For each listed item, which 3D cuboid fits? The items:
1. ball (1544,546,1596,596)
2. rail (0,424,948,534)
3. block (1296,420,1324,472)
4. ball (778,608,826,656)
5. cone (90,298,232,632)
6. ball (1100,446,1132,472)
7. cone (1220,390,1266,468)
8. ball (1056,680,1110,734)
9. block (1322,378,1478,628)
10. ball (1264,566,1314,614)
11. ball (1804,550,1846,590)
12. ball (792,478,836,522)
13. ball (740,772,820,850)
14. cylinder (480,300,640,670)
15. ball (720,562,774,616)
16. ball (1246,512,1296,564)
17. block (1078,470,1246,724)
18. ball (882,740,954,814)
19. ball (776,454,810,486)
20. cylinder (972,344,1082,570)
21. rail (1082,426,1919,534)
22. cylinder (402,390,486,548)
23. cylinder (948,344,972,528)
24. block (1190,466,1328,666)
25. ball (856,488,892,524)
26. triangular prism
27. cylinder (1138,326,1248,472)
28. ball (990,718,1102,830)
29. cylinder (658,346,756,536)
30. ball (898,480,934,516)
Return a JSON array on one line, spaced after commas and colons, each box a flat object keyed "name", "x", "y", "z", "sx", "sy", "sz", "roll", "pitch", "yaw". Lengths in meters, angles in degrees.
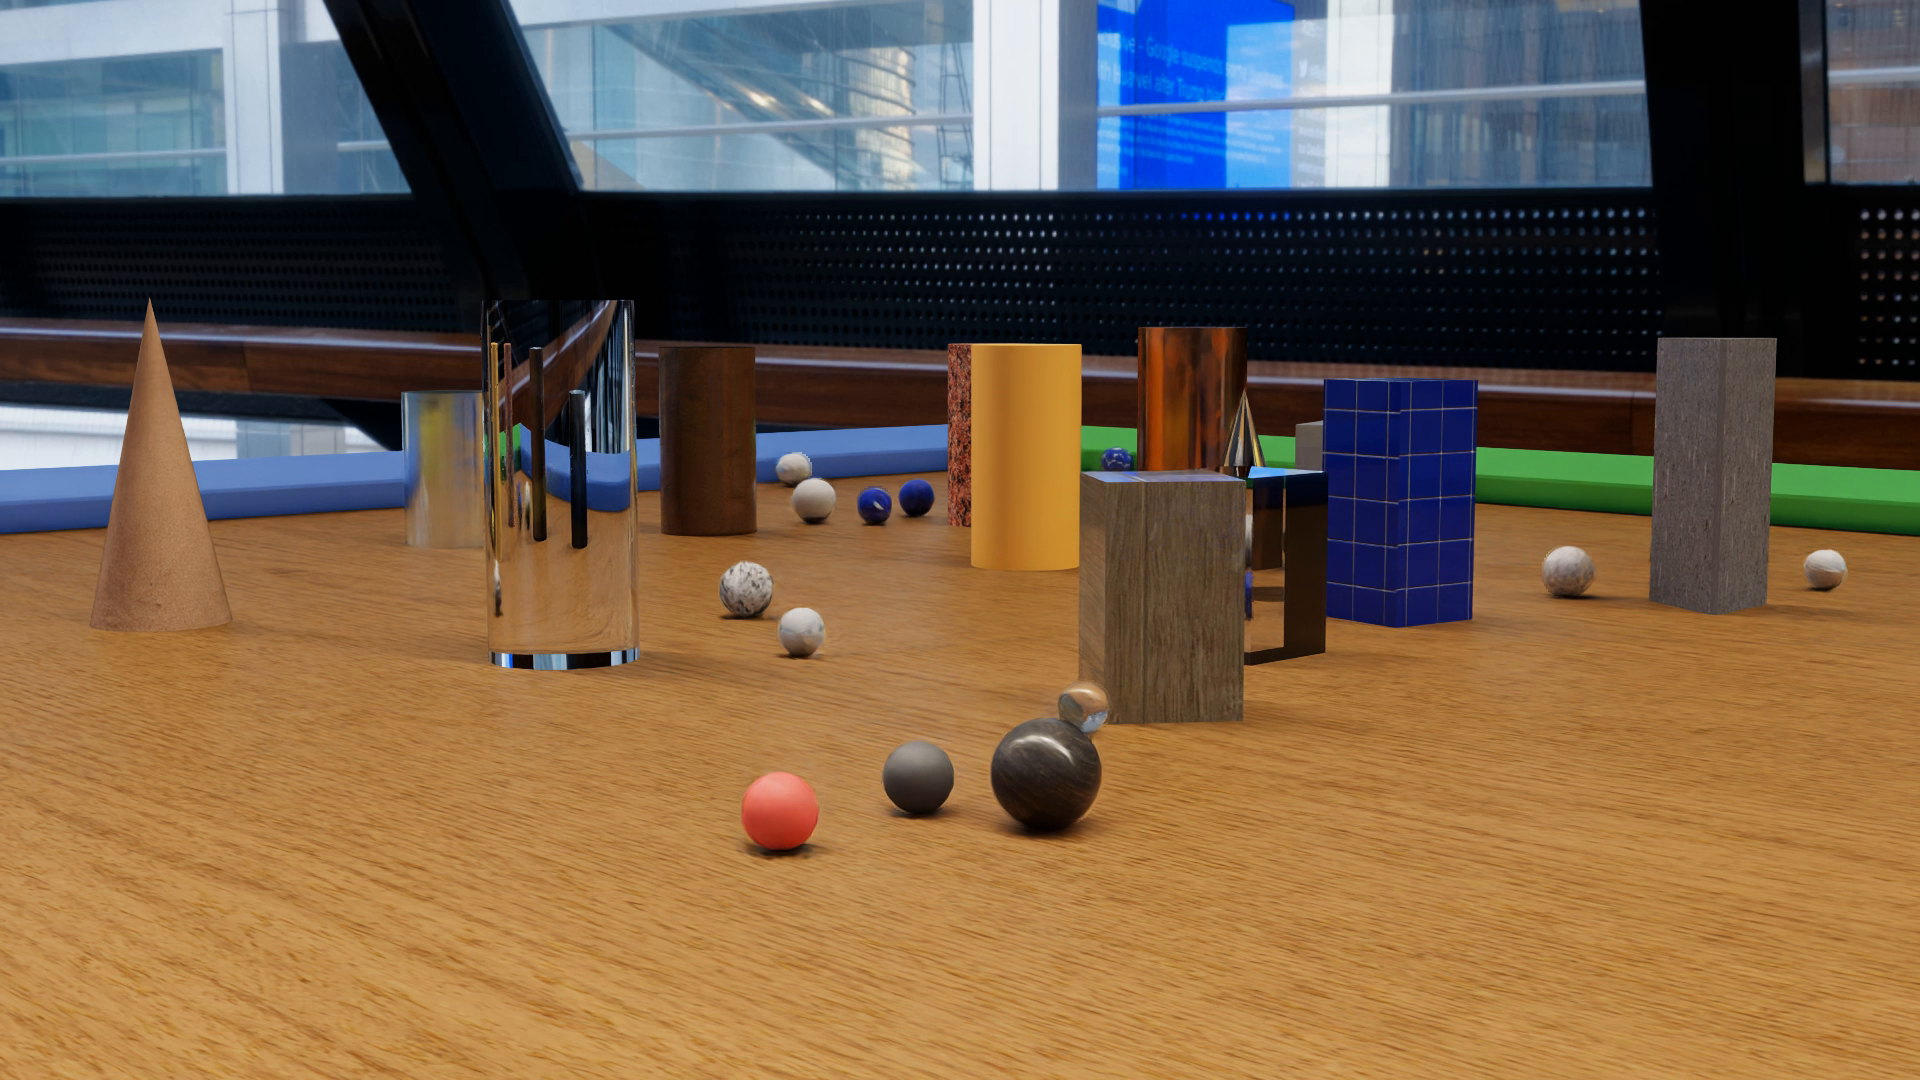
[{"name": "ball", "x": 0.944, "y": 0.049, "z": 3.407, "sx": 0.078, "sy": 0.078, "sz": 0.078, "roll": 0, "pitch": 6, "yaw": 0}, {"name": "rail", "x": -1.372, "y": -0.123, "z": 4.811, "sx": 4.141, "sy": 0.124, "sz": 0.045, "roll": -6, "pitch": 8, "yaw": -42}, {"name": "block", "x": 0.689, "y": -0.084, "z": 3.884, "sx": 0.153, "sy": 0.243, "sz": 0.153, "roll": 3, "pitch": 7, "yaw": 27}, {"name": "ball", "x": -0.204, "y": 0.118, "z": 2.824, "sx": 0.062, "sy": 0.062, "sz": 0.062, "roll": 0, "pitch": 6, "yaw": 0}, {"name": "cone", "x": -1.136, "y": -0.112, "z": 3.106, "sx": 0.191, "sy": 0.461, "sz": 0.191, "roll": 0, "pitch": 6, "yaw": 0}, {"name": "ball", "x": 0.412, "y": -0.206, "z": 5.797, "sx": 0.083, "sy": 0.083, "sz": 0.083, "roll": 0, "pitch": 6, "yaw": 0}, {"name": "cone", "x": 0.448, "y": -0.081, "z": 3.482, "sx": 0.191, "sy": 0.320, "sz": 0.191, "roll": 0, "pitch": 6, "yaw": 0}, {"name": "ball", "x": 0.129, "y": 0.176, "z": 2.311, "sx": 0.055, "sy": 0.055, "sz": 0.055, "roll": 0, "pitch": 6, "yaw": 0}, {"name": "block", "x": 0.630, "y": -0.059, "z": 3.162, "sx": 0.153, "sy": 0.343, "sz": 0.153, "roll": -4, "pitch": 7, "yaw": -34}, {"name": "ball", "x": 0.481, "y": 0.073, "z": 3.211, "sx": 0.070, "sy": 0.070, "sz": 0.070, "roll": 0, "pitch": 6, "yaw": 0}, {"name": "ball", "x": 1.373, "y": 0.047, "z": 3.490, "sx": 0.064, "sy": 0.064, "sz": 0.064, "roll": 0, "pitch": 6, "yaw": 0}, {"name": "ball", "x": -0.304, "y": -0.082, "z": 4.576, "sx": 0.093, "sy": 0.093, "sz": 0.093, "roll": 0, "pitch": 6, "yaw": 0}, {"name": "ball", "x": -0.148, "y": 0.224, "z": 1.812, "sx": 0.064, "sy": 0.064, "sz": 0.064, "roll": 0, "pitch": 6, "yaw": 0}, {"name": "cylinder", "x": -0.506, "y": -0.076, "z": 2.789, "sx": 0.191, "sy": 0.455, "sz": 0.191, "roll": 0, "pitch": 6, "yaw": 0}, {"name": "ball", "x": -0.309, "y": 0.071, "z": 3.185, "sx": 0.079, "sy": 0.079, "sz": 0.079, "roll": 0, "pitch": 6, "yaw": 0}, {"name": "ball", "x": 0.540, "y": -0.004, "z": 3.844, "sx": 0.092, "sy": 0.092, "sz": 0.092, "roll": 0, "pitch": 6, "yaw": 0}, {"name": "block", "x": 0.221, "y": 0.059, "z": 2.432, "sx": 0.153, "sy": 0.261, "sz": 0.153, "roll": -1, "pitch": 6, "yaw": -7}, {"name": "ball", "x": -0.037, "y": 0.210, "z": 1.946, "sx": 0.064, "sy": 0.064, "sz": 0.064, "roll": 0, "pitch": 6, "yaw": 0}, {"name": "ball", "x": -0.418, "y": -0.175, "z": 5.505, "sx": 0.084, "sy": 0.084, "sz": 0.084, "roll": 0, "pitch": 6, "yaw": 0}, {"name": "cylinder", "x": 0.115, "y": -0.147, "z": 3.816, "sx": 0.191, "sy": 0.382, "sz": 0.191, "roll": 0, "pitch": 6, "yaw": 0}, {"name": "rail", "x": 1.504, "y": -0.113, "z": 4.713, "sx": 0.045, "sy": 0.124, "sz": 4.093, "roll": -6, "pitch": 8, "yaw": -42}, {"name": "cylinder", "x": -0.957, "y": -0.137, "z": 4.169, "sx": 0.191, "sy": 0.288, "sz": 0.191, "roll": 0, "pitch": 6, "yaw": 0}, {"name": "cylinder", "x": 0.070, "y": -0.219, "z": 4.550, "sx": 0.191, "sy": 0.371, "sz": 0.191, "roll": 0, "pitch": 6, "yaw": 0}, {"name": "block", "x": 0.366, "y": 0.029, "z": 2.844, "sx": 0.153, "sy": 0.235, "sz": 0.153, "roll": -6, "pitch": 8, "yaw": -43}, {"name": "ball", "x": -0.177, "y": -0.070, "z": 4.555, "sx": 0.074, "sy": 0.074, "sz": 0.074, "roll": 0, "pitch": 6, "yaw": 0}, {"name": "triangular prism", "x": 1.106, "y": -0.101, "z": 3.292, "sx": 0.143, "sy": 0.400, "sz": 0.166, "roll": 6, "pitch": 8, "yaw": 45}, {"name": "cylinder", "x": 0.408, "y": -0.168, "z": 3.876, "sx": 0.191, "sy": 0.411, "sz": 0.191, "roll": 0, "pitch": 6, "yaw": 0}, {"name": "ball", "x": 0.074, "y": 0.200, "z": 1.886, "sx": 0.095, "sy": 0.095, "sz": 0.095, "roll": 0, "pitch": 6, "yaw": 0}, {"name": "cylinder", "x": -0.502, "y": -0.199, "z": 4.379, "sx": 0.191, "sy": 0.368, "sz": 0.191, "roll": 0, "pitch": 6, "yaw": 0}, {"name": "ball", "x": -0.093, "y": -0.090, "z": 4.723, "sx": 0.079, "sy": 0.079, "sz": 0.079, "roll": 0, "pitch": 6, "yaw": 0}]
